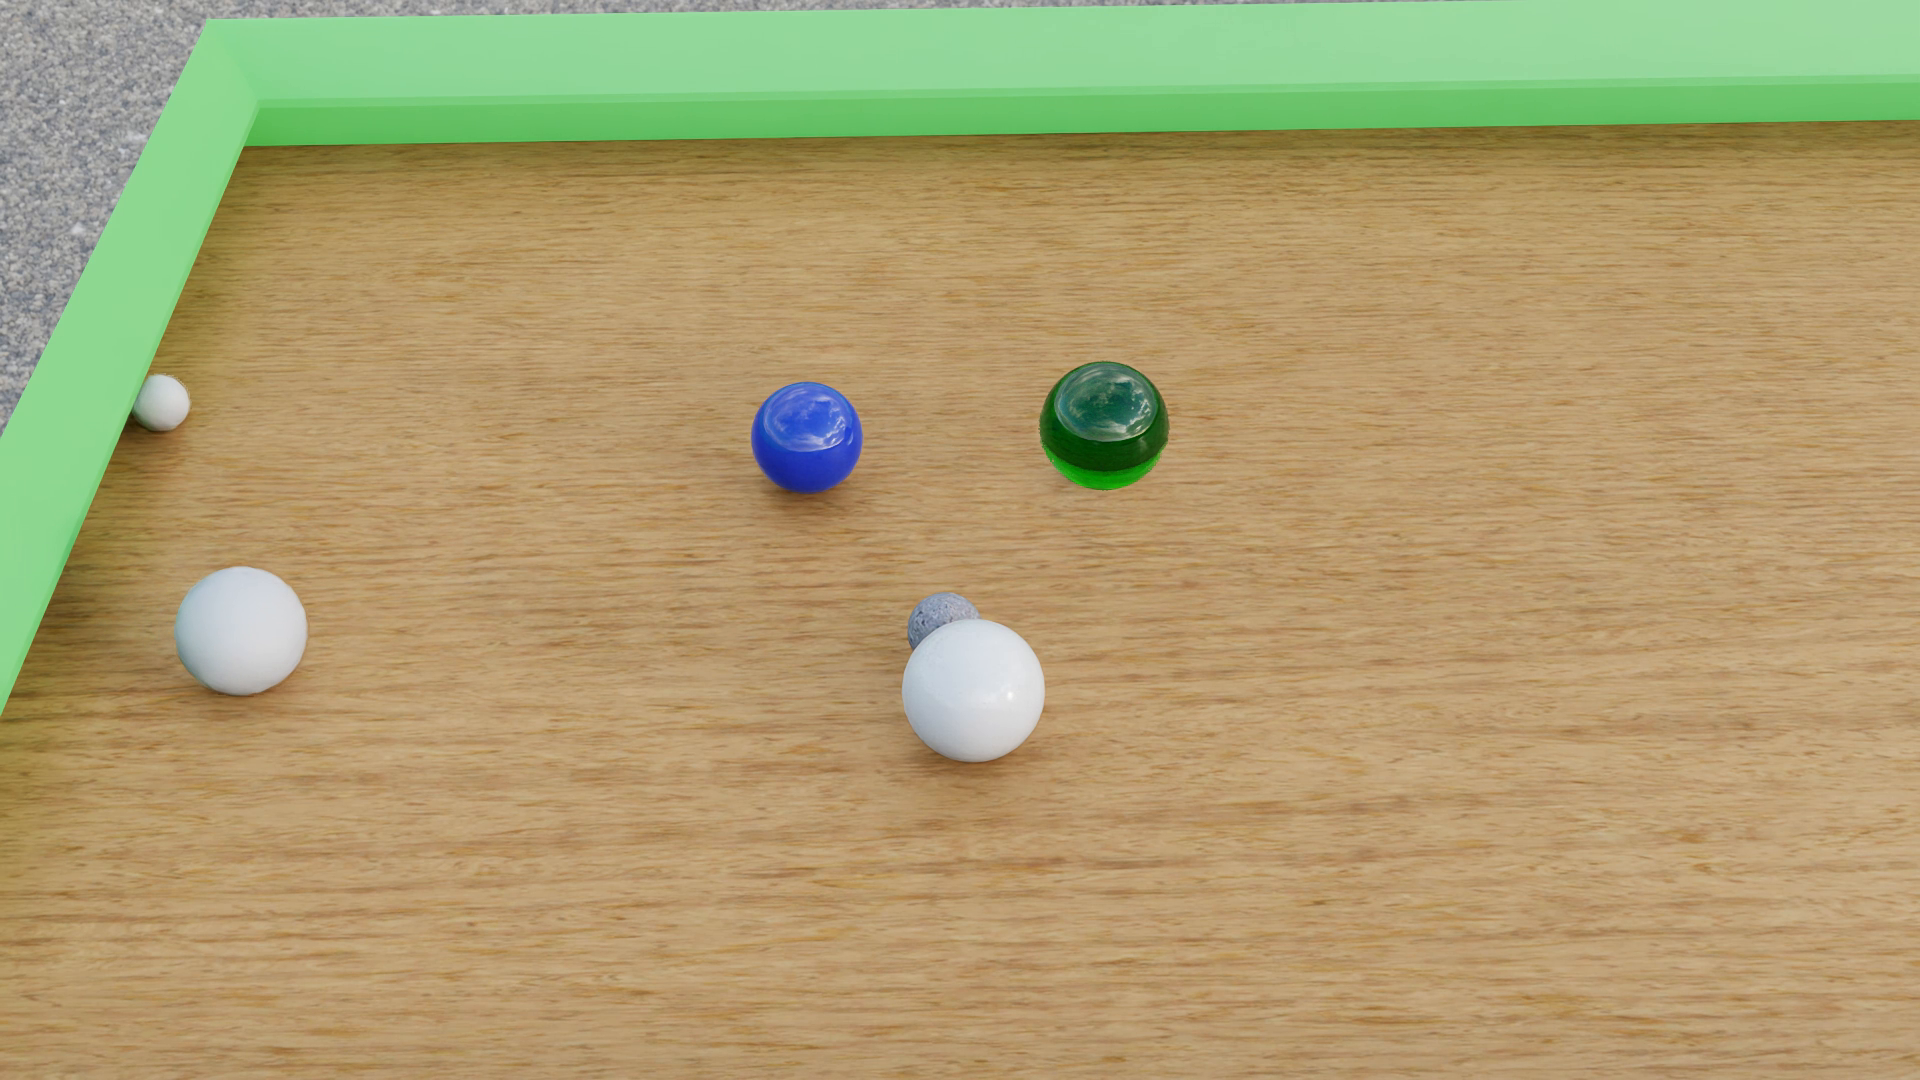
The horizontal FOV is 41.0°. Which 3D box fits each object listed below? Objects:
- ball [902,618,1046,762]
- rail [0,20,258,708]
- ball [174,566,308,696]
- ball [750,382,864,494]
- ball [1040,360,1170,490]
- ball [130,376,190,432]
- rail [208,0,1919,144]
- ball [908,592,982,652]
[{"bbox_3d":[0.009,0.097,1.653,0.093,0.093,0.093,0,35,0],"label":"ball"},{"bbox_3d":[-0.632,-0.009,1.773,0.045,0.125,1.427,-1,35,-2],"label":"rail"},{"bbox_3d":[-0.479,0.060,1.711,0.086,0.086,0.086,0,35,0],"label":"ball"},{"bbox_3d":[-0.114,-0.076,1.905,0.084,0.084,0.084,0,35,0],"label":"ball"},{"bbox_3d":[0.107,-0.085,1.908,0.096,0.096,0.096,0,35,0],"label":"ball"},{"bbox_3d":[-0.618,-0.106,1.982,0.044,0.044,0.044,0,35,0],"label":"ball"},{"bbox_3d":[0.631,-0.433,2.373,2.625,0.125,0.045,-1,35,-2],"label":"rail"},{"bbox_3d":[-0.010,0.061,1.739,0.052,0.052,0.052,0,35,0],"label":"ball"}]
